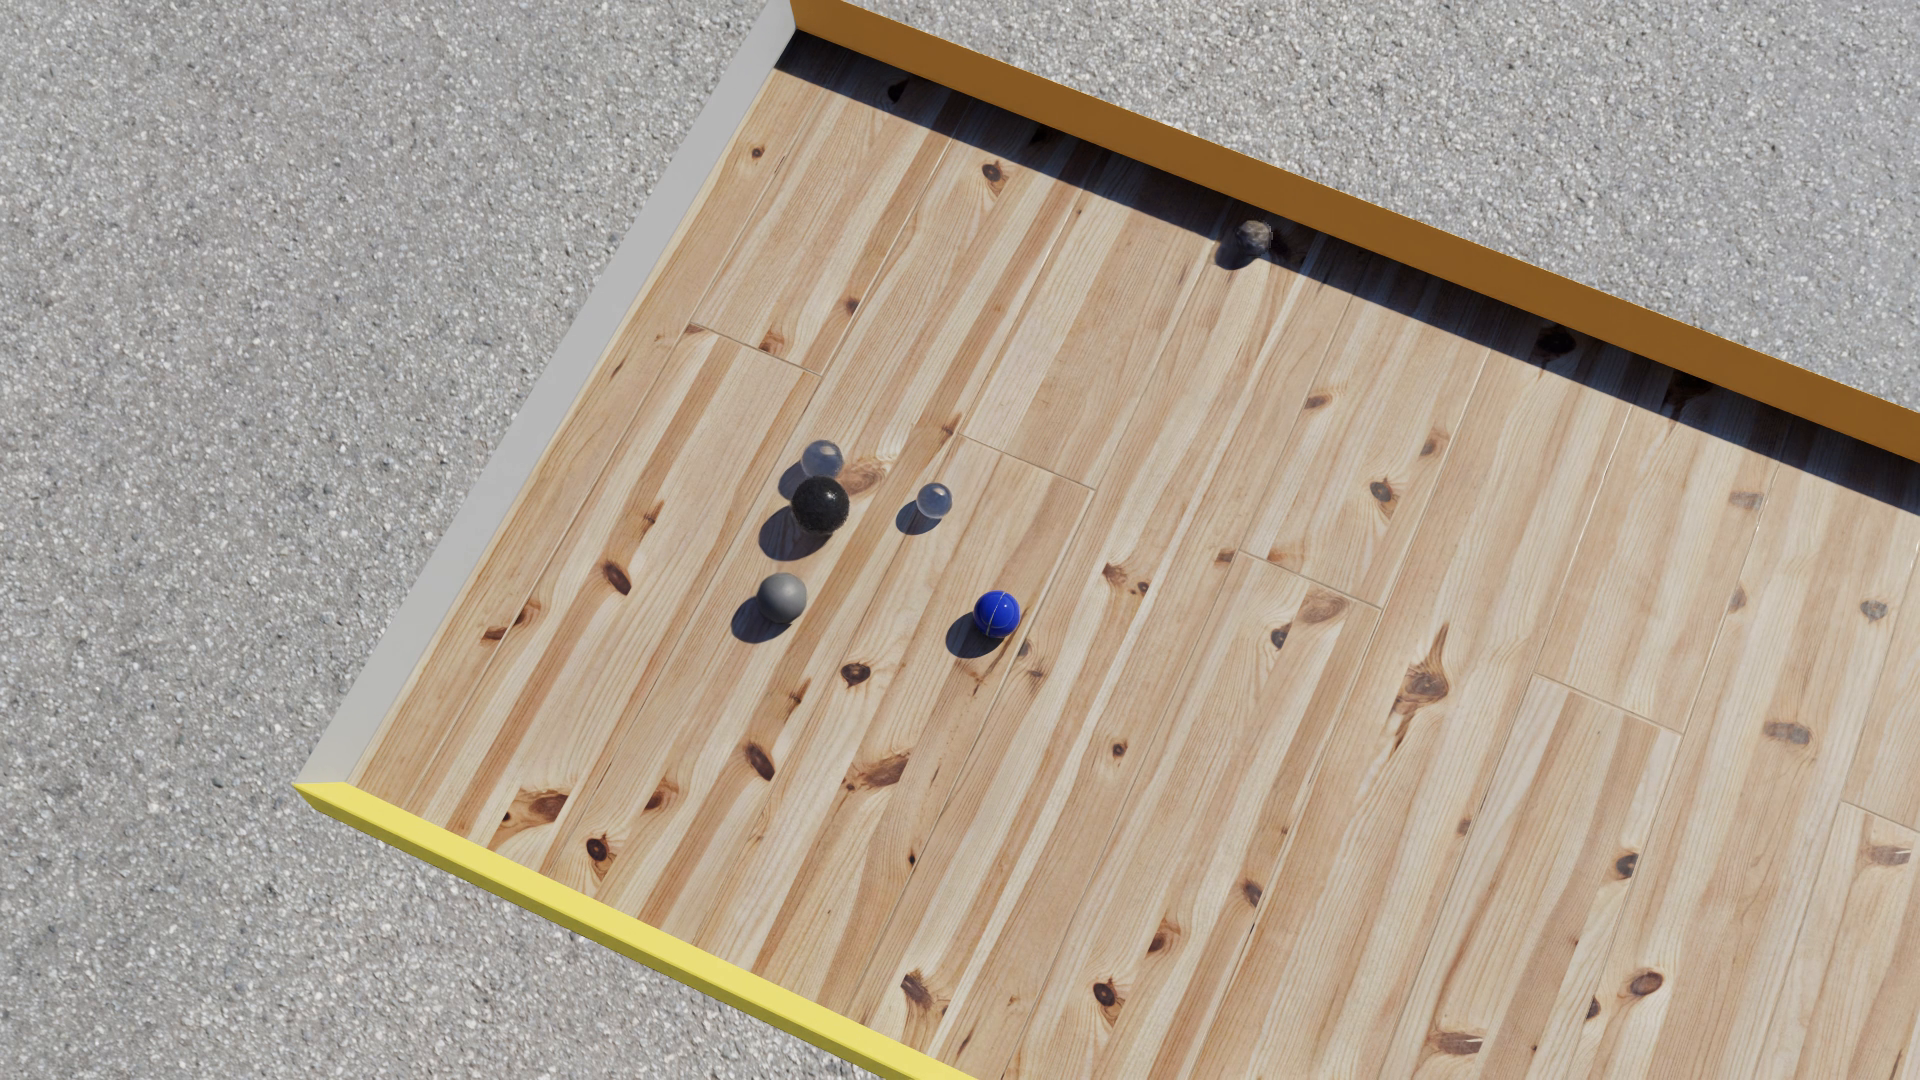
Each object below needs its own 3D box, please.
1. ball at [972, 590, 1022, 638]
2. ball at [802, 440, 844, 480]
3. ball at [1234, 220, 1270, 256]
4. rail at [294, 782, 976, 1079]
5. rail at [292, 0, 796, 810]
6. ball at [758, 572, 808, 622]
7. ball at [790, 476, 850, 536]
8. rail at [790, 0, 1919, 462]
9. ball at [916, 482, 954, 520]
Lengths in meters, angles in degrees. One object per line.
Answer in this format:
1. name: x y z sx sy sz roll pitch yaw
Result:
1. ball: 0.058 0.117 3.472 0.077 0.077 0.077 0 67 0
2. ball: -0.223 -0.128 3.582 0.071 0.071 0.071 0 67 0
3. ball: 0.499 -0.517 3.757 0.059 0.059 0.059 0 67 0
4. rail: 0.321 0.923 3.094 2.877 0.125 0.045 23 68 10
5. rail: -0.631 -0.278 3.616 0.045 0.125 1.625 23 68 10
6. ball: -0.281 0.091 3.481 0.080 0.080 0.080 0 67 0
7. ball: -0.225 -0.055 3.536 0.096 0.096 0.096 0 67 0
8. rail: 0.984 -0.389 3.664 2.877 0.125 0.045 23 68 10
9. ball: -0.041 -0.064 3.559 0.061 0.061 0.061 0 67 0
